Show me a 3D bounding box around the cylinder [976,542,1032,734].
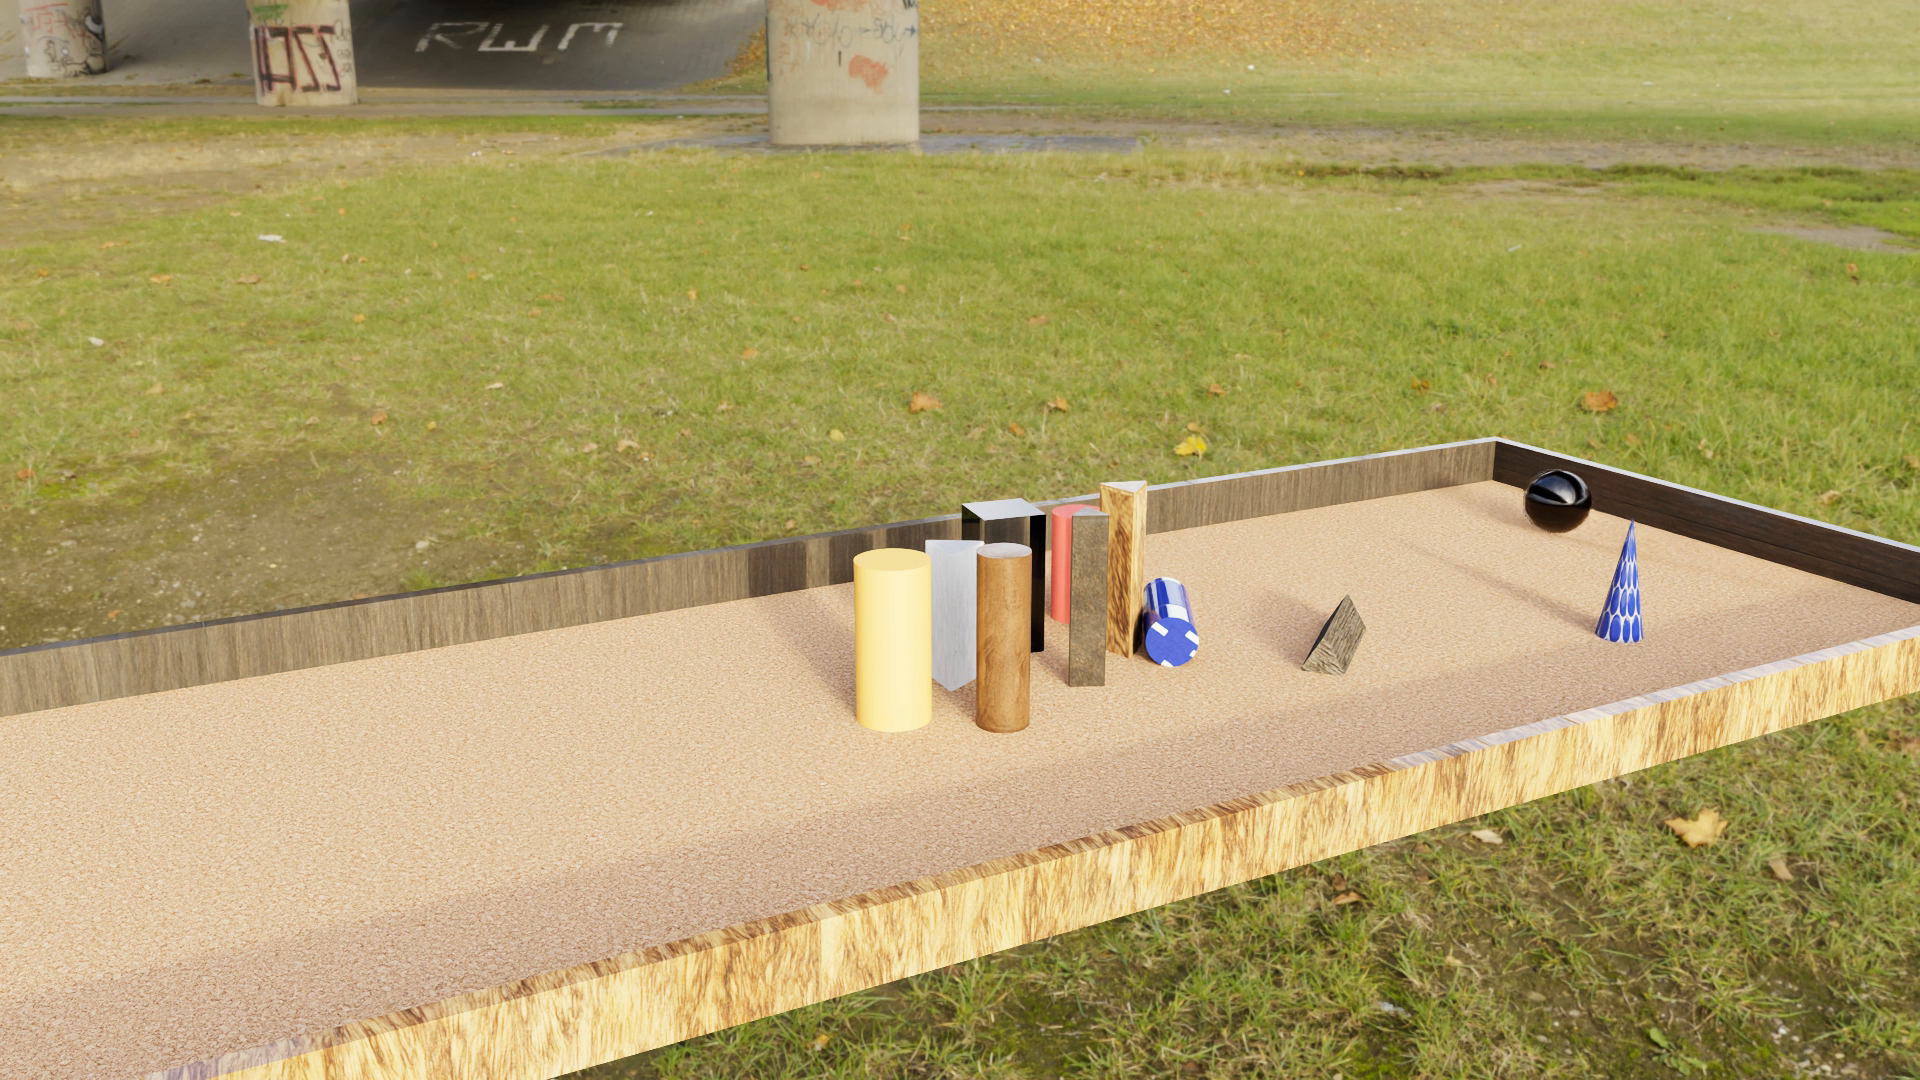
[{"bbox_3d":[0.101,0.228,3.829,0.127,0.424,0.127,0,16,0],"label":"cylinder"}]

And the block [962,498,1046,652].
[{"bbox_3d":[0.113,0.099,4.350,0.170,0.376,0.170,-6,17,-19],"label":"block"}]

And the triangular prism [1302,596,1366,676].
[{"bbox_3d":[0.991,0.243,4.350,0.110,0.095,0.373,6,17,21],"label":"triangular prism"}]

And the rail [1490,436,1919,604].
[{"bbox_3d":[2.466,-0.048,5.253,0.050,0.150,2.100,-9,18,-27],"label":"rail"}]

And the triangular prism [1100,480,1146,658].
[{"bbox_3d":[0.444,0.071,4.318,0.107,0.448,0.124,-14,21,-39],"label":"triangular prism"}]

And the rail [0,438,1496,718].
[{"bbox_3d":[-3.305,0.497,3.399,12.000,0.150,0.050,-9,18,-27],"label":"rail"}]

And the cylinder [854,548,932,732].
[{"bbox_3d":[-0.156,0.233,3.867,0.180,0.392,0.180,0,16,0],"label":"cylinder"}]

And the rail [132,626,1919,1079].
[{"bbox_3d":[-2.336,1.006,1.665,12.000,0.150,0.050,-9,18,-27],"label":"rail"}]

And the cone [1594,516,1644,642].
[{"bbox_3d":[1.788,0.097,4.428,0.123,0.336,0.123,0,16,0],"label":"cone"}]

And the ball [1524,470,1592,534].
[{"bbox_3d":[1.962,-0.125,5.413,0.207,0.207,0.207,0,16,0],"label":"ball"}]

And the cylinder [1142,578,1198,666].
[{"bbox_3d":[0.554,0.214,4.386,0.135,0.135,0.334,1,16,3],"label":"cylinder"}]

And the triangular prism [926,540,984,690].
[{"bbox_3d":[-0.033,0.179,4.123,0.123,0.352,0.143,11,19,32],"label":"triangular prism"}]

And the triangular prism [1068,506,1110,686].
[{"bbox_3d":[0.313,0.142,4.088,0.090,0.443,0.078,-1,16,-3],"label":"triangular prism"}]

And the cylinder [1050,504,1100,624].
[{"bbox_3d":[0.328,0.067,4.589,0.149,0.303,0.149,0,16,0],"label":"cylinder"}]
